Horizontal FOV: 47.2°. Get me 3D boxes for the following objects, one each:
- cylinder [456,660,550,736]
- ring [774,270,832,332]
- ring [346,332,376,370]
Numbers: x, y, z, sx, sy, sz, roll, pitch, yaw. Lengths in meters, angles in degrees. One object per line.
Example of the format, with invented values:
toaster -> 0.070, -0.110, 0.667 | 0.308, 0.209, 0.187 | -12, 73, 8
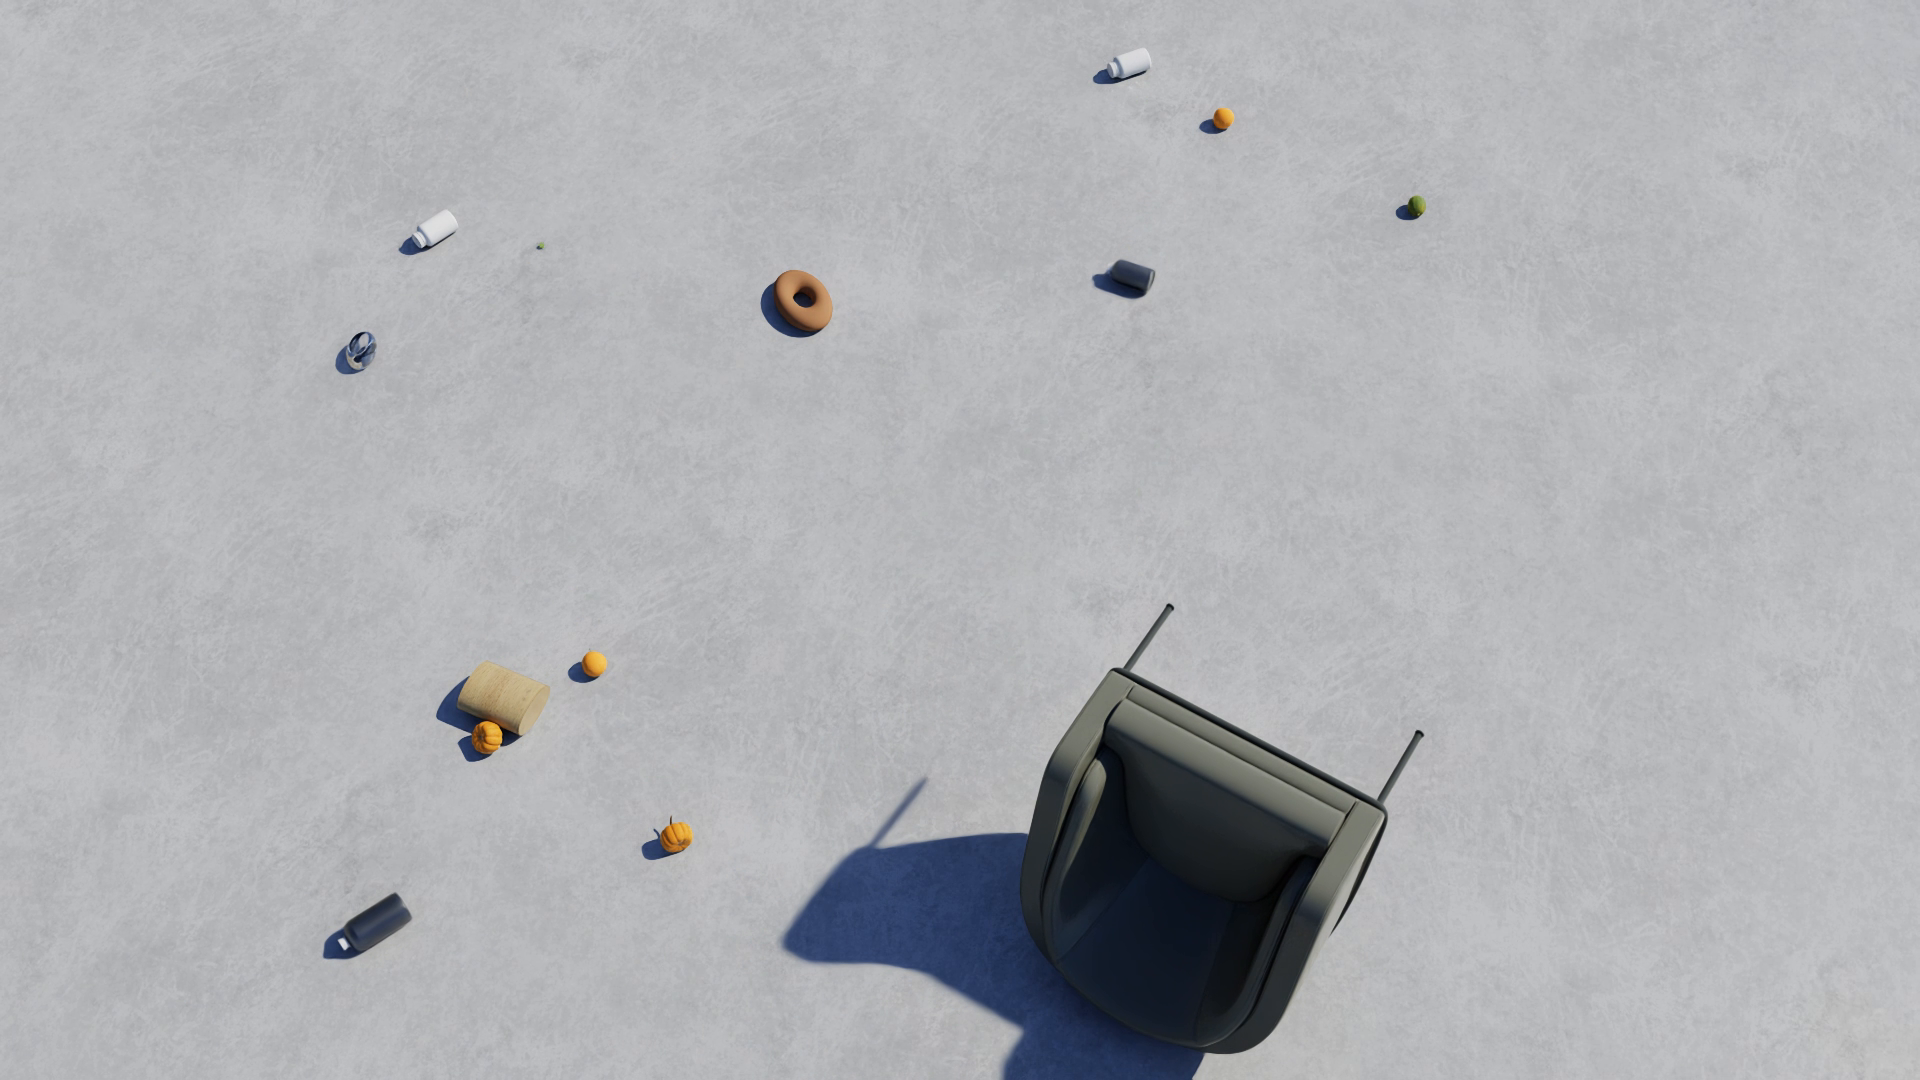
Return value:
cylinder -> -1.290, 0.445, 6.216 | 0.201, 0.098, 0.170 | 21, 55, 13
ring -> -0.504, -0.769, 7.051 | 0.172, 0.065, 0.259 | -23, 58, -16
ring -> -1.889, -0.598, 6.942 | 0.090, 0.057, 0.138 | 6, 58, 6
